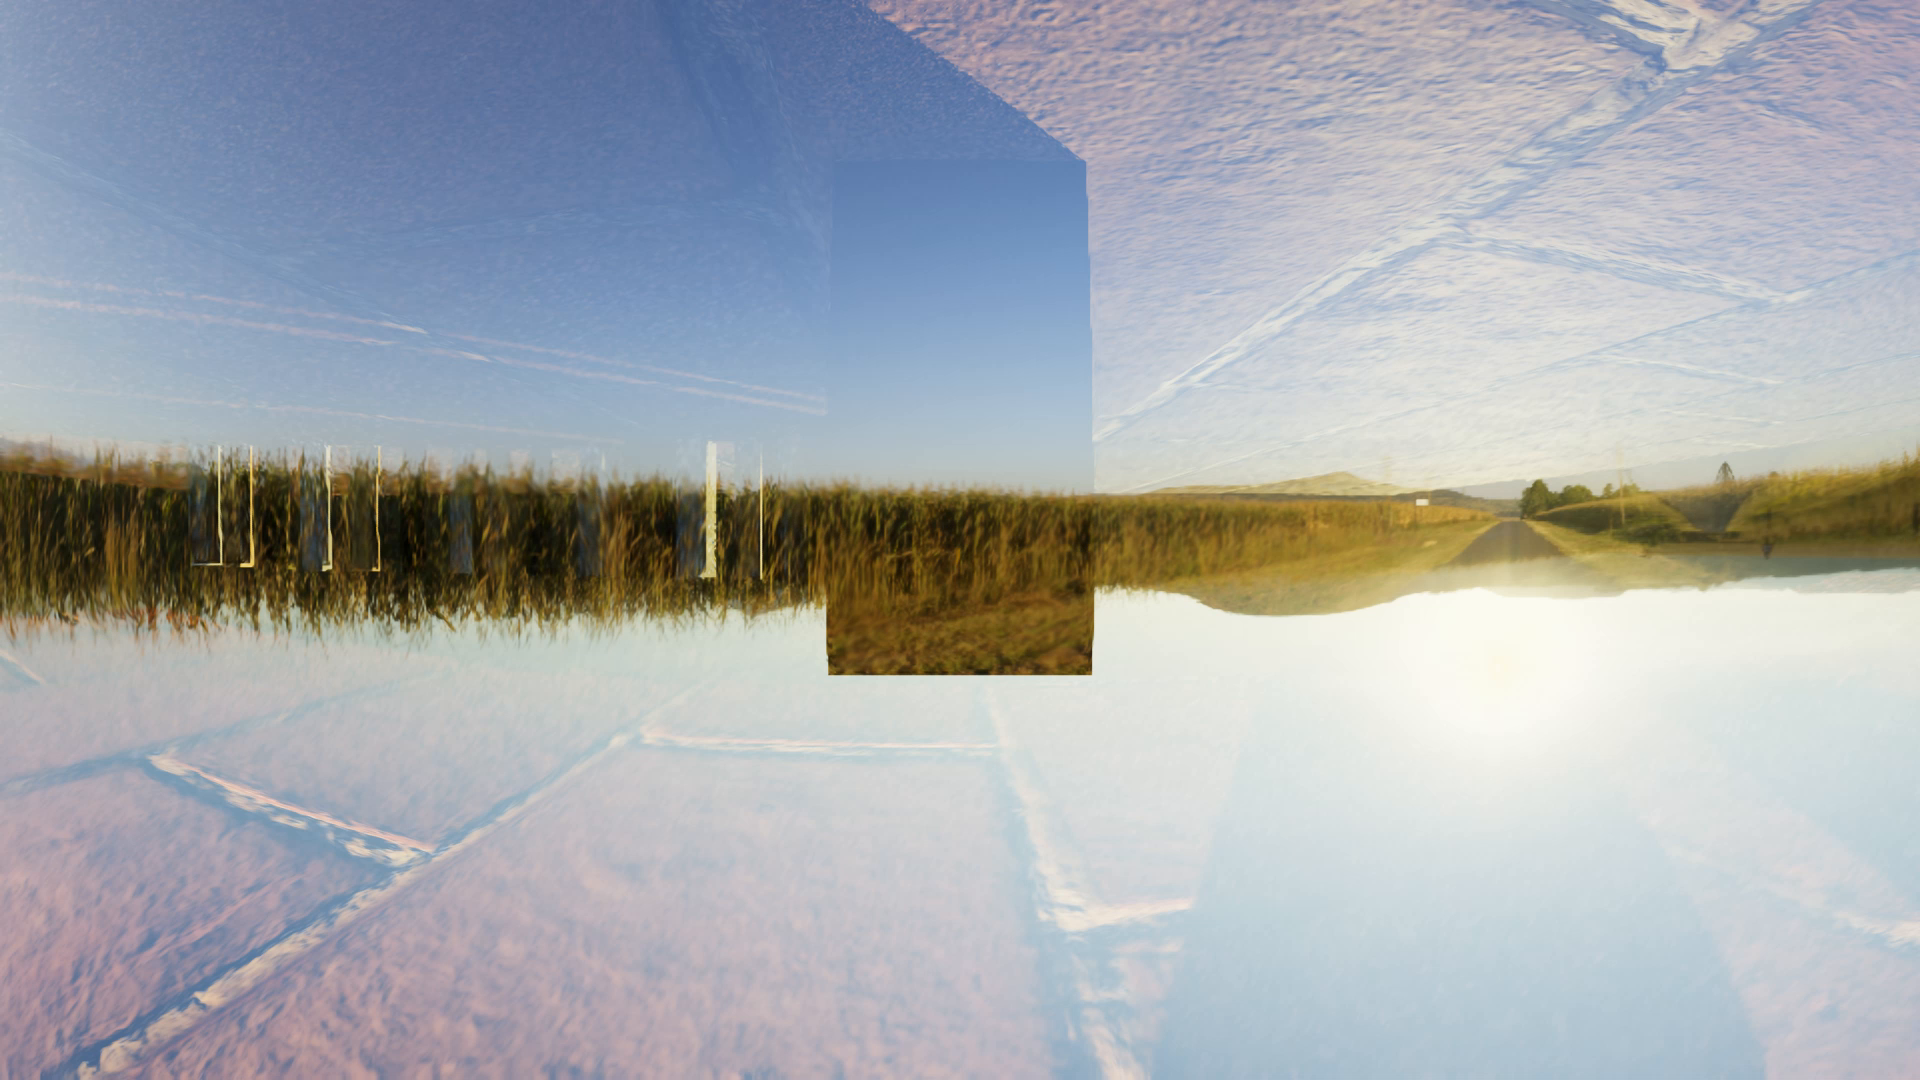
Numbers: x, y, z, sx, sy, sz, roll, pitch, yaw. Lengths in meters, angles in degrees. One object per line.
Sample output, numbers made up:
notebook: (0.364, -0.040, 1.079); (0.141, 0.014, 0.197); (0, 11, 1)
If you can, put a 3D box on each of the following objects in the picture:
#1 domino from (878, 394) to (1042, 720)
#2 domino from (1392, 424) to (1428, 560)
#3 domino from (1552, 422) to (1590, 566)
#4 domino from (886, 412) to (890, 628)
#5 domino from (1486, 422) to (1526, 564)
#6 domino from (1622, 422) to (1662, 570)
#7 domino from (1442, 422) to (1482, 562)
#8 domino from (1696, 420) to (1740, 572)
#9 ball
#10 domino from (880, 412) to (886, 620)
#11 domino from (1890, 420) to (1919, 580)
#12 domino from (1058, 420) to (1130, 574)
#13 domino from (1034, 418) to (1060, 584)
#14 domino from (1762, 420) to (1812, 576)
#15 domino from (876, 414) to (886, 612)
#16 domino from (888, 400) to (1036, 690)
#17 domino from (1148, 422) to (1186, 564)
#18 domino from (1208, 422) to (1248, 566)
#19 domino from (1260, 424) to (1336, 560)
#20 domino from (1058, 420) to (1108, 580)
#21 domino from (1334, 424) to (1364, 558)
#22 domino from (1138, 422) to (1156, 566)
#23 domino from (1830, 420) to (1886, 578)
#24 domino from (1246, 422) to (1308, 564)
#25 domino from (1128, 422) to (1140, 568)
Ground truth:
domino: (0.000, 0.002, 0.201); (0.025, 0.050, 0.010); (0, 4, 0)
domino: (0.169, -0.018, 0.481); (0.010, 0.050, 0.025); (2, 5, 25)
domino: (0.217, -0.017, 0.456); (0.010, 0.050, 0.025); (2, 5, 27)
domino: (-0.004, -0.005, 0.297); (0.025, 0.050, 0.010); (-1, 4, -9)
domino: (0.198, -0.017, 0.466); (0.010, 0.050, 0.025); (2, 5, 28)
domino: (0.237, -0.016, 0.446); (0.010, 0.050, 0.025); (2, 5, 26)
domino: (0.185, -0.018, 0.473); (0.010, 0.050, 0.025); (2, 5, 27)
domino: (0.257, -0.015, 0.436); (0.009, 0.050, 0.025); (2, 5, 26)
ball: (0.000, -0.002, 0.056); (0.080, 0.080, 0.080); (0, 4, 0)
domino: (-0.007, -0.006, 0.313); (0.025, 0.050, 0.009); (-1, 4, -9)
domino: (0.308, -0.013, 0.411); (0.010, 0.050, 0.025); (2, 5, 26)
domino: (0.043, -0.014, 0.426); (0.025, 0.050, 0.010); (2, 5, 21)
domino: (0.019, -0.013, 0.402); (0.010, 0.050, 0.025); (-3, 5, -35)
domino: (0.275, -0.014, 0.427); (0.010, 0.050, 0.025); (2, 5, 26)
domino: (-0.009, -0.007, 0.330); (0.025, 0.050, 0.010); (0, 4, -5)
domino: (0.000, 0.001, 0.225); (0.025, 0.050, 0.010); (0, 4, 1)
domino: (0.075, -0.017, 0.463); (0.010, 0.050, 0.025); (0, 4, 1)
domino: (0.096, -0.017, 0.462); (0.009, 0.050, 0.025); (0, 4, 2)
domino: (0.127, -0.019, 0.482); (0.025, 0.050, 0.009); (3, 5, 38)
domino: (0.035, -0.013, 0.414); (0.009, 0.050, 0.025); (-4, 6, -44)
domino: (0.147, -0.019, 0.489); (0.010, 0.050, 0.025); (1, 4, 12)
domino: (0.058, -0.017, 0.460); (0.009, 0.050, 0.025); (-3, 5, -33)
domino: (0.293, -0.014, 0.419); (0.009, 0.050, 0.025); (2, 5, 26)
domino: (0.113, -0.017, 0.464); (0.009, 0.050, 0.025); (-3, 5, -30)
domino: (0.049, -0.016, 0.445); (0.025, 0.050, 0.009); (1, 5, 19)
